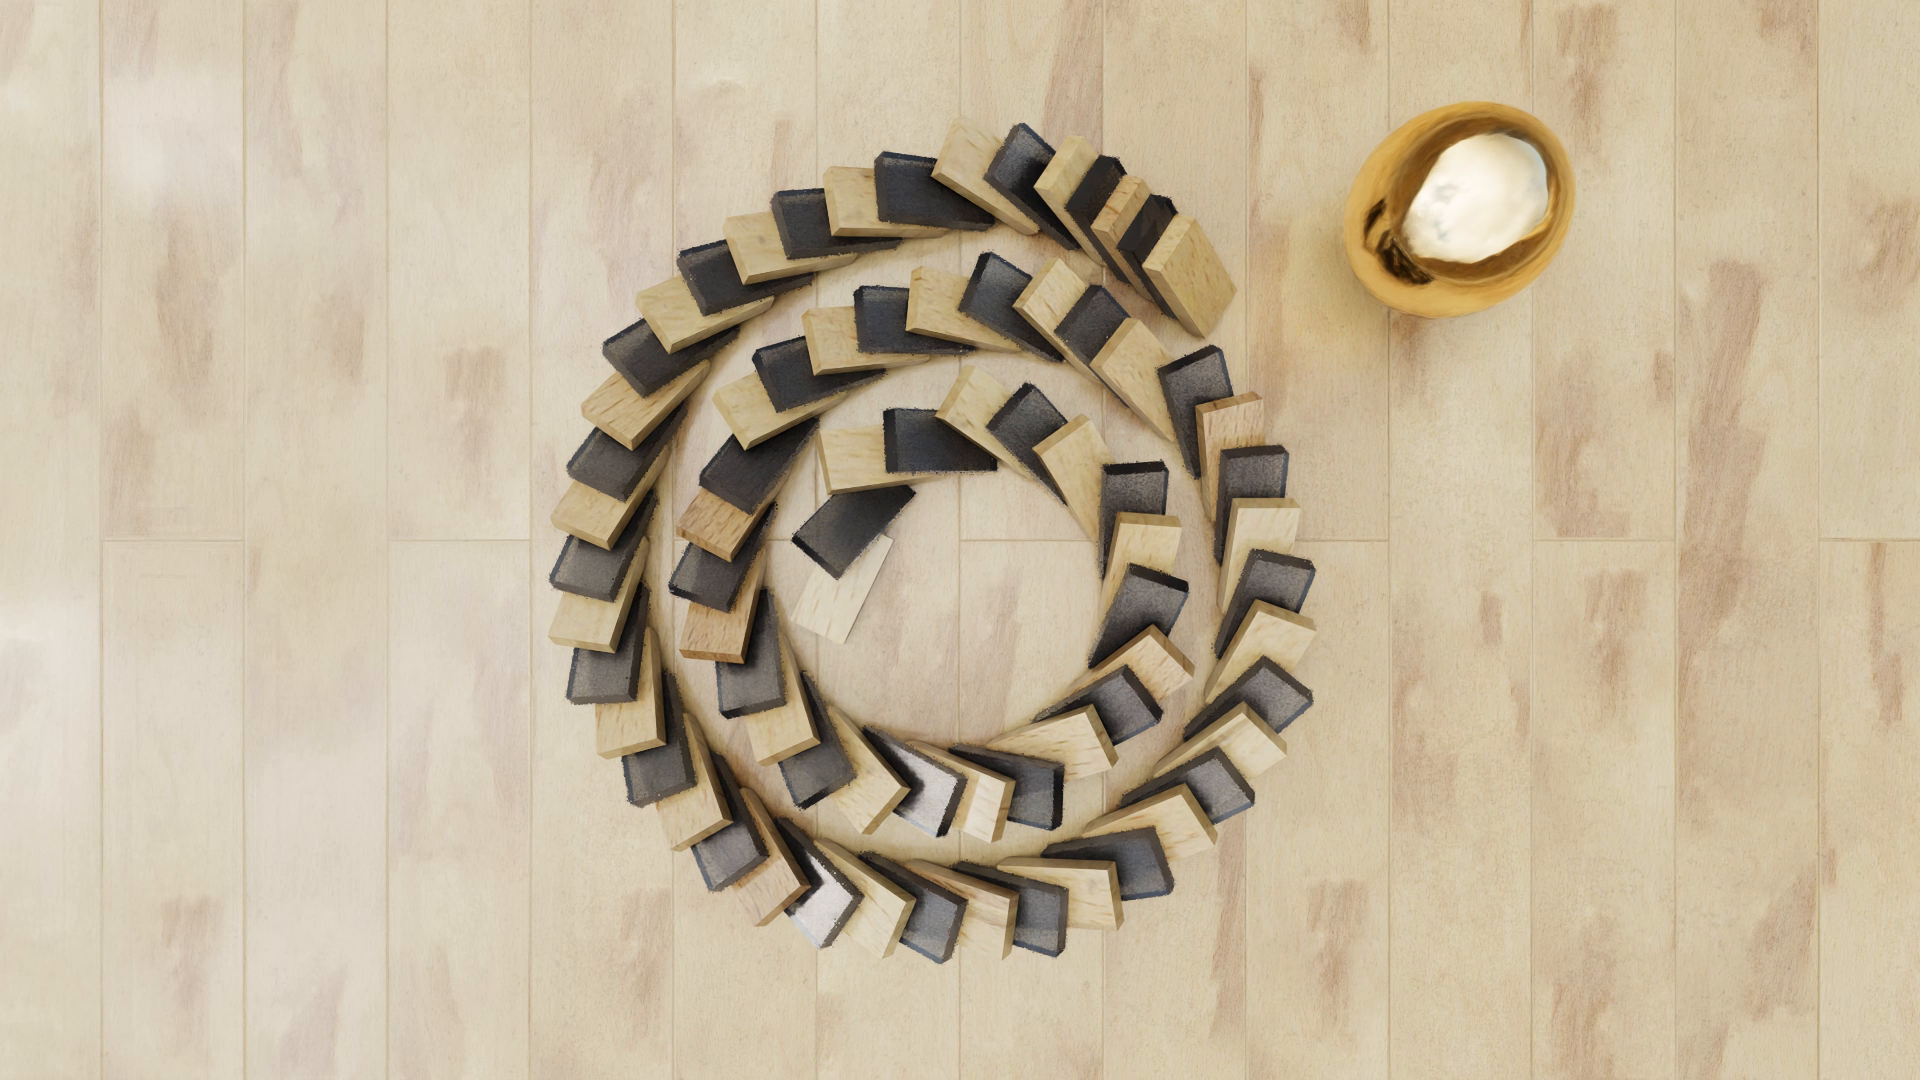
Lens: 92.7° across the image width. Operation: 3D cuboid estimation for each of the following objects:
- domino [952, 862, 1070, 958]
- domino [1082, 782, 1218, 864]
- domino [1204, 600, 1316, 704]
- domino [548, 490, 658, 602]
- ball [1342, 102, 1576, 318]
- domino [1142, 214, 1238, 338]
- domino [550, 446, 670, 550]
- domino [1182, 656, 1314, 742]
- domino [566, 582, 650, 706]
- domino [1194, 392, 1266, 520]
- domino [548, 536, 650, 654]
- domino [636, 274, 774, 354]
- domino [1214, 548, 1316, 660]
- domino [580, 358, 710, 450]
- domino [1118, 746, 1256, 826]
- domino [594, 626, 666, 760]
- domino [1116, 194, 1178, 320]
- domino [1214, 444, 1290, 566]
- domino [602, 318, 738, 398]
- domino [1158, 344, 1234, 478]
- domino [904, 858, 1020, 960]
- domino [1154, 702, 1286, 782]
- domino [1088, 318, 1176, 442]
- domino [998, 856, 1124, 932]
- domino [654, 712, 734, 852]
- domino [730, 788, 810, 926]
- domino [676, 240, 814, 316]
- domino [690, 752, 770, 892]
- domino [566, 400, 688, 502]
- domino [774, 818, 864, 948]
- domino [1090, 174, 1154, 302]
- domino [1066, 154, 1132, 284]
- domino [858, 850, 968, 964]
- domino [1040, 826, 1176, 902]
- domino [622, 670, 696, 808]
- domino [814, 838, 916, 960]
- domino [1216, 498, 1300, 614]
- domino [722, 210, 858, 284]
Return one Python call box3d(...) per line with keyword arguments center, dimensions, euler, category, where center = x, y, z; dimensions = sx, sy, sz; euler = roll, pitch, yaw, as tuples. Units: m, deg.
box3d(center=(0.020, 0.154, 0.384), dimensions=(0.050, 0.010, 0.025), euler=(4, 90, 28), category="domino")
box3d(center=(0.079, 0.123, 0.384), dimensions=(0.050, 0.010, 0.025), euler=(-33, 90, 28), category="domino")
box3d(center=(0.125, 0.051, 0.384), dimensions=(0.025, 0.009, 0.050), euler=(20, 120, 0), category="domino")
box3d(center=(-0.149, -0.001, 0.384), dimensions=(0.025, 0.010, 0.050), euler=(14, 62, 0), category="domino")
box3d(center=(0.194, -0.128, 0.360), dimensions=(0.080, 0.080, 0.080), euler=(0, 90, 0), category="ball")
box3d(center=(0.096, -0.108, 0.378), dimensions=(0.010, 0.050, 0.025), euler=(33, 90, 42), category="domino")
box3d(center=(-0.146, -0.023, 0.384), dimensions=(0.025, 0.009, 0.050), euler=(23, 62, 0), category="domino")
box3d(center=(0.120, 0.074, 0.384), dimensions=(0.025, 0.010, 0.050), euler=(38, 119, 0), category="domino")
box3d(center=(-0.147, 0.043, 0.384), dimensions=(0.025, 0.009, 0.050), euler=(-3, 61, 0), category="domino")
box3d(center=(0.114, -0.035, 0.384), dimensions=(0.025, 0.009, 0.050), euler=(-14, 119, 0), category="domino")
box3d(center=(-0.150, 0.021, 0.384), dimensions=(0.025, 0.010, 0.050), euler=(8, 62, 0), category="domino")
box3d(center=(-0.106, -0.100, 0.384), dimensions=(0.050, 0.009, 0.025), euler=(-34, 90, -28), category="domino")
box3d(center=(0.127, 0.030, 0.384), dimensions=(0.025, 0.010, 0.050), euler=(12, 118, 0), category="domino")
box3d(center=(-0.131, -0.063, 0.384), dimensions=(0.025, 0.009, 0.050), euler=(35, 62, 0), category="domino")
box3d(center=(0.095, 0.109, 0.384), dimensions=(0.050, 0.009, 0.025), euler=(-38, 90, 28), category="domino")
box3d(center=(-0.139, 0.064, 0.384), dimensions=(0.025, 0.010, 0.050), euler=(-15, 61, 0), category="domino")
box3d(center=(0.085, -0.116, 0.378), dimensions=(0.009, 0.050, 0.025), euler=(33, 90, 42), category="domino")
box3d(center=(0.121, -0.014, 0.384), dimensions=(0.025, 0.009, 0.050), euler=(-5, 119, 0), category="domino")
box3d(center=(-0.121, -0.084, 0.384), dimensions=(0.025, 0.009, 0.050), euler=(47, 61, 0), category="domino")
box3d(center=(0.102, -0.053, 0.384), dimensions=(0.025, 0.009, 0.050), euler=(-25, 119, 0), category="domino")
box3d(center=(-0.001, 0.154, 0.384), dimensions=(0.050, 0.010, 0.025), euler=(8, 90, 28), category="domino")
box3d(center=(0.108, 0.092, 0.384), dimensions=(0.025, 0.009, 0.050), euler=(44, 118, 0), category="domino")
box3d(center=(0.080, -0.067, 0.384), dimensions=(0.050, 0.010, 0.025), euler=(38, 90, -29), category="domino")
box3d(center=(0.042, 0.148, 0.384), dimensions=(0.050, 0.009, 0.025), euler=(-9, 90, 29), category="domino")
box3d(center=(-0.116, 0.101, 0.384), dimensions=(0.025, 0.009, 0.050), euler=(-30, 62, 0), category="domino")
box3d(center=(-0.086, 0.132, 0.384), dimensions=(0.025, 0.010, 0.050), euler=(-42, 62, 0), category="domino")
box3d(center=(-0.089, -0.114, 0.384), dimensions=(0.050, 0.010, 0.025), euler=(-27, 90, -28), category="domino")
box3d(center=(-0.102, 0.118, 0.384), dimensions=(0.025, 0.010, 0.050), euler=(-35, 62, 0), category="domino")
box3d(center=(-0.139, -0.043, 0.384), dimensions=(0.025, 0.010, 0.050), euler=(25, 62, 0), category="domino")
box3d(center=(-0.066, 0.143, 0.384), dimensions=(0.050, 0.010, 0.025), euler=(34, 90, 29), category="domino")
box3d(center=(0.075, -0.123, 0.378), dimensions=(0.009, 0.050, 0.025), euler=(34, 91, 42), category="domino")
box3d(center=(0.065, -0.131, 0.378), dimensions=(0.010, 0.050, 0.025), euler=(34, 90, 42), category="domino")
box3d(center=(-0.023, 0.153, 0.384), dimensions=(0.050, 0.009, 0.025), euler=(16, 90, 28), category="domino")
box3d(center=(0.061, 0.138, 0.384), dimensions=(0.050, 0.010, 0.025), euler=(-21, 90, 29), category="domino")
box3d(center=(-0.129, 0.083, 0.384), dimensions=(0.025, 0.009, 0.050), euler=(-22, 62, 0), category="domino")
box3d(center=(-0.045, 0.149, 0.384), dimensions=(0.050, 0.010, 0.025), euler=(23, 90, 28), category="domino")
box3d(center=(0.124, 0.007, 0.384), dimensions=(0.025, 0.009, 0.050), euler=(0, 118, 0), category="domino")
box3d(center=(-0.071, -0.125, 0.384), dimensions=(0.050, 0.009, 0.025), euler=(-21, 90, -28), category="domino")
